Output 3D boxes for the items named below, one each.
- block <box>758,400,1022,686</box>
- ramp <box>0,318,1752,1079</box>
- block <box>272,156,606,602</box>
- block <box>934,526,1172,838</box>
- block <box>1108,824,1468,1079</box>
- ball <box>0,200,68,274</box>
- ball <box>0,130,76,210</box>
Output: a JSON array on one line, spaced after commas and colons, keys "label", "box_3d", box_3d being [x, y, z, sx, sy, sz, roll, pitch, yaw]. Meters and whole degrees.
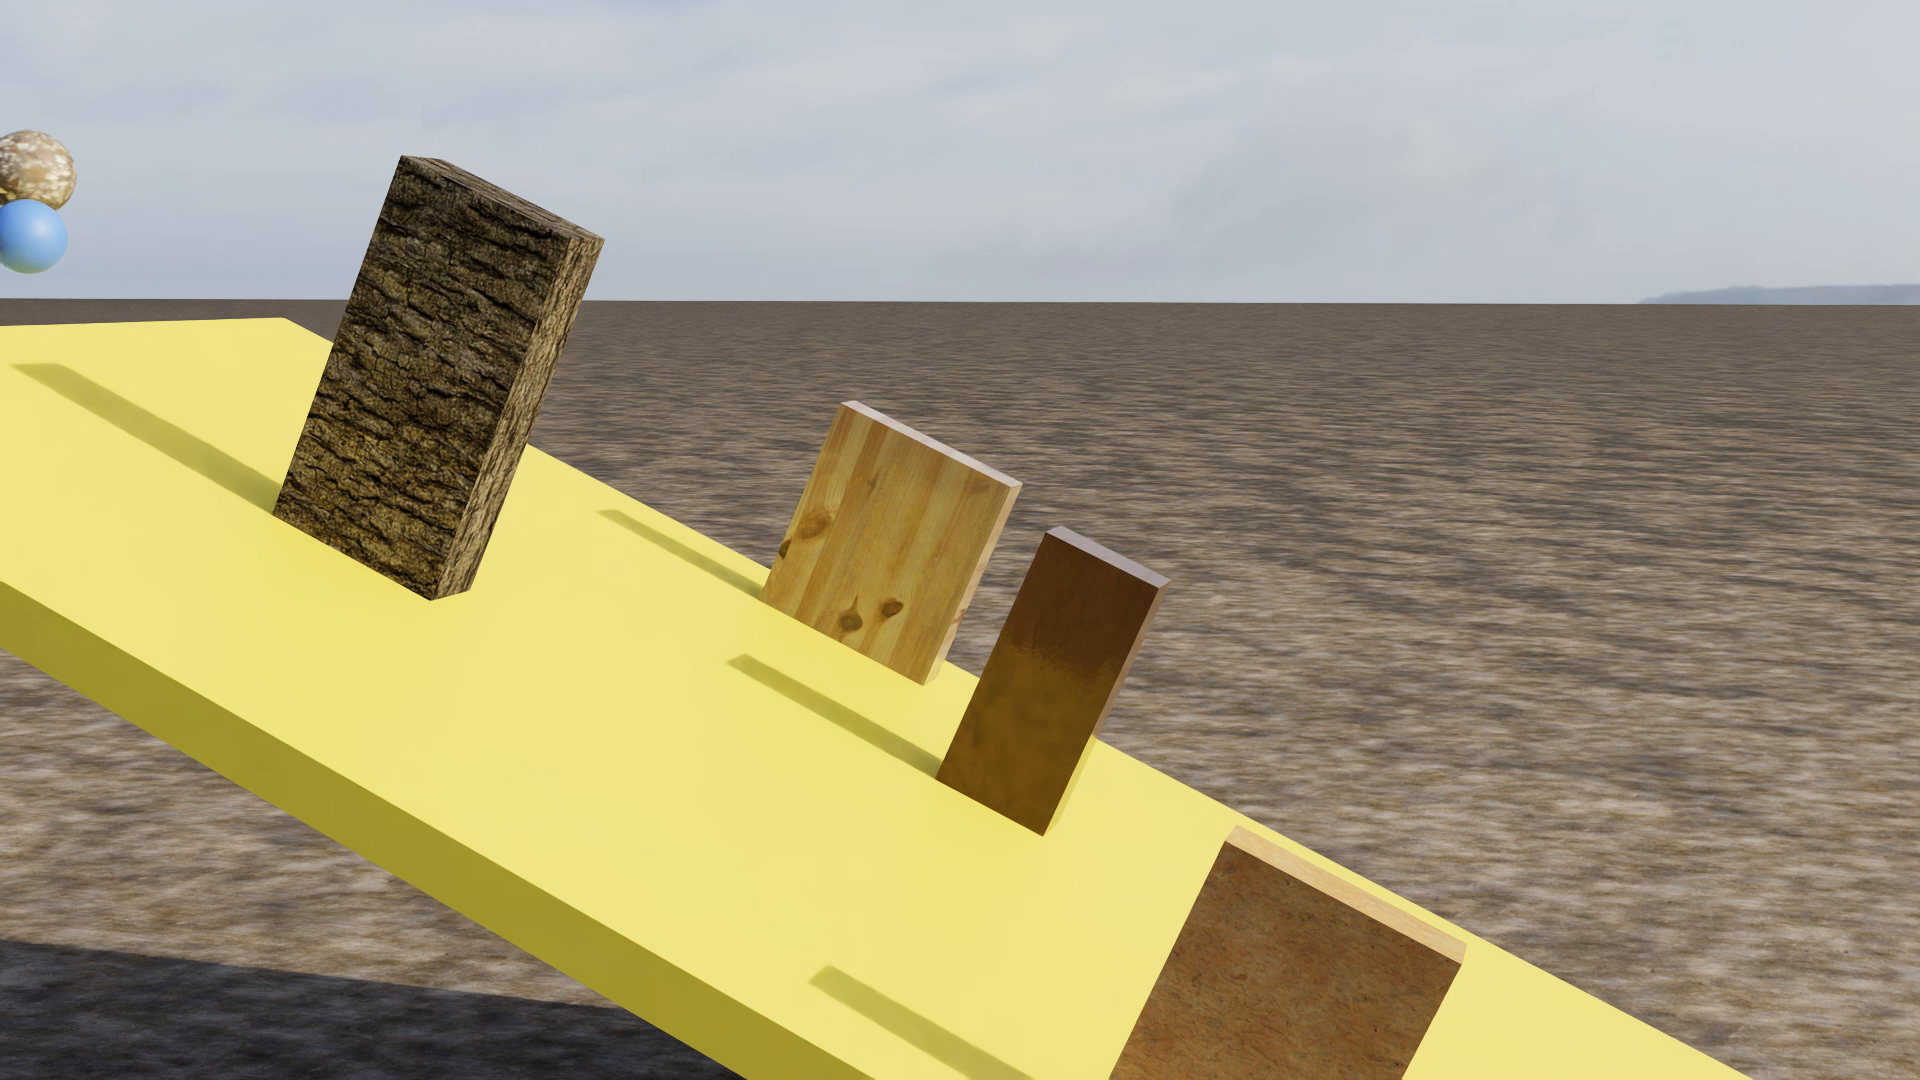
[{"label": "block", "box_3d": [-0.159, 0.005, 4.917, 0.430, 0.493, 0.095, 27, 14, 13]}, {"label": "ramp", "box_3d": [-0.276, 0.476, 4.177, 4.000, 0.100, 2.000, 27, 14, 13]}, {"label": "block", "box_3d": [-0.990, -0.305, 4.158, 0.371, 0.741, 0.147, 27, 14, 13]}, {"label": "block", "box_3d": [0.181, 0.276, 4.320, 0.244, 0.550, 0.116, 27, 14, 13]}, {"label": "block", "box_3d": [0.440, 0.718, 3.129, 0.359, 0.508, 0.097, 27, 14, 13]}, {"label": "ball", "box_3d": [-1.757, -0.572, 4.146, 0.140, 0.140, 0.140, 0, 7, 0]}, {"label": "ball", "box_3d": [-2.007, -0.791, 4.749, 0.184, 0.184, 0.184, 0, 7, 0]}]
